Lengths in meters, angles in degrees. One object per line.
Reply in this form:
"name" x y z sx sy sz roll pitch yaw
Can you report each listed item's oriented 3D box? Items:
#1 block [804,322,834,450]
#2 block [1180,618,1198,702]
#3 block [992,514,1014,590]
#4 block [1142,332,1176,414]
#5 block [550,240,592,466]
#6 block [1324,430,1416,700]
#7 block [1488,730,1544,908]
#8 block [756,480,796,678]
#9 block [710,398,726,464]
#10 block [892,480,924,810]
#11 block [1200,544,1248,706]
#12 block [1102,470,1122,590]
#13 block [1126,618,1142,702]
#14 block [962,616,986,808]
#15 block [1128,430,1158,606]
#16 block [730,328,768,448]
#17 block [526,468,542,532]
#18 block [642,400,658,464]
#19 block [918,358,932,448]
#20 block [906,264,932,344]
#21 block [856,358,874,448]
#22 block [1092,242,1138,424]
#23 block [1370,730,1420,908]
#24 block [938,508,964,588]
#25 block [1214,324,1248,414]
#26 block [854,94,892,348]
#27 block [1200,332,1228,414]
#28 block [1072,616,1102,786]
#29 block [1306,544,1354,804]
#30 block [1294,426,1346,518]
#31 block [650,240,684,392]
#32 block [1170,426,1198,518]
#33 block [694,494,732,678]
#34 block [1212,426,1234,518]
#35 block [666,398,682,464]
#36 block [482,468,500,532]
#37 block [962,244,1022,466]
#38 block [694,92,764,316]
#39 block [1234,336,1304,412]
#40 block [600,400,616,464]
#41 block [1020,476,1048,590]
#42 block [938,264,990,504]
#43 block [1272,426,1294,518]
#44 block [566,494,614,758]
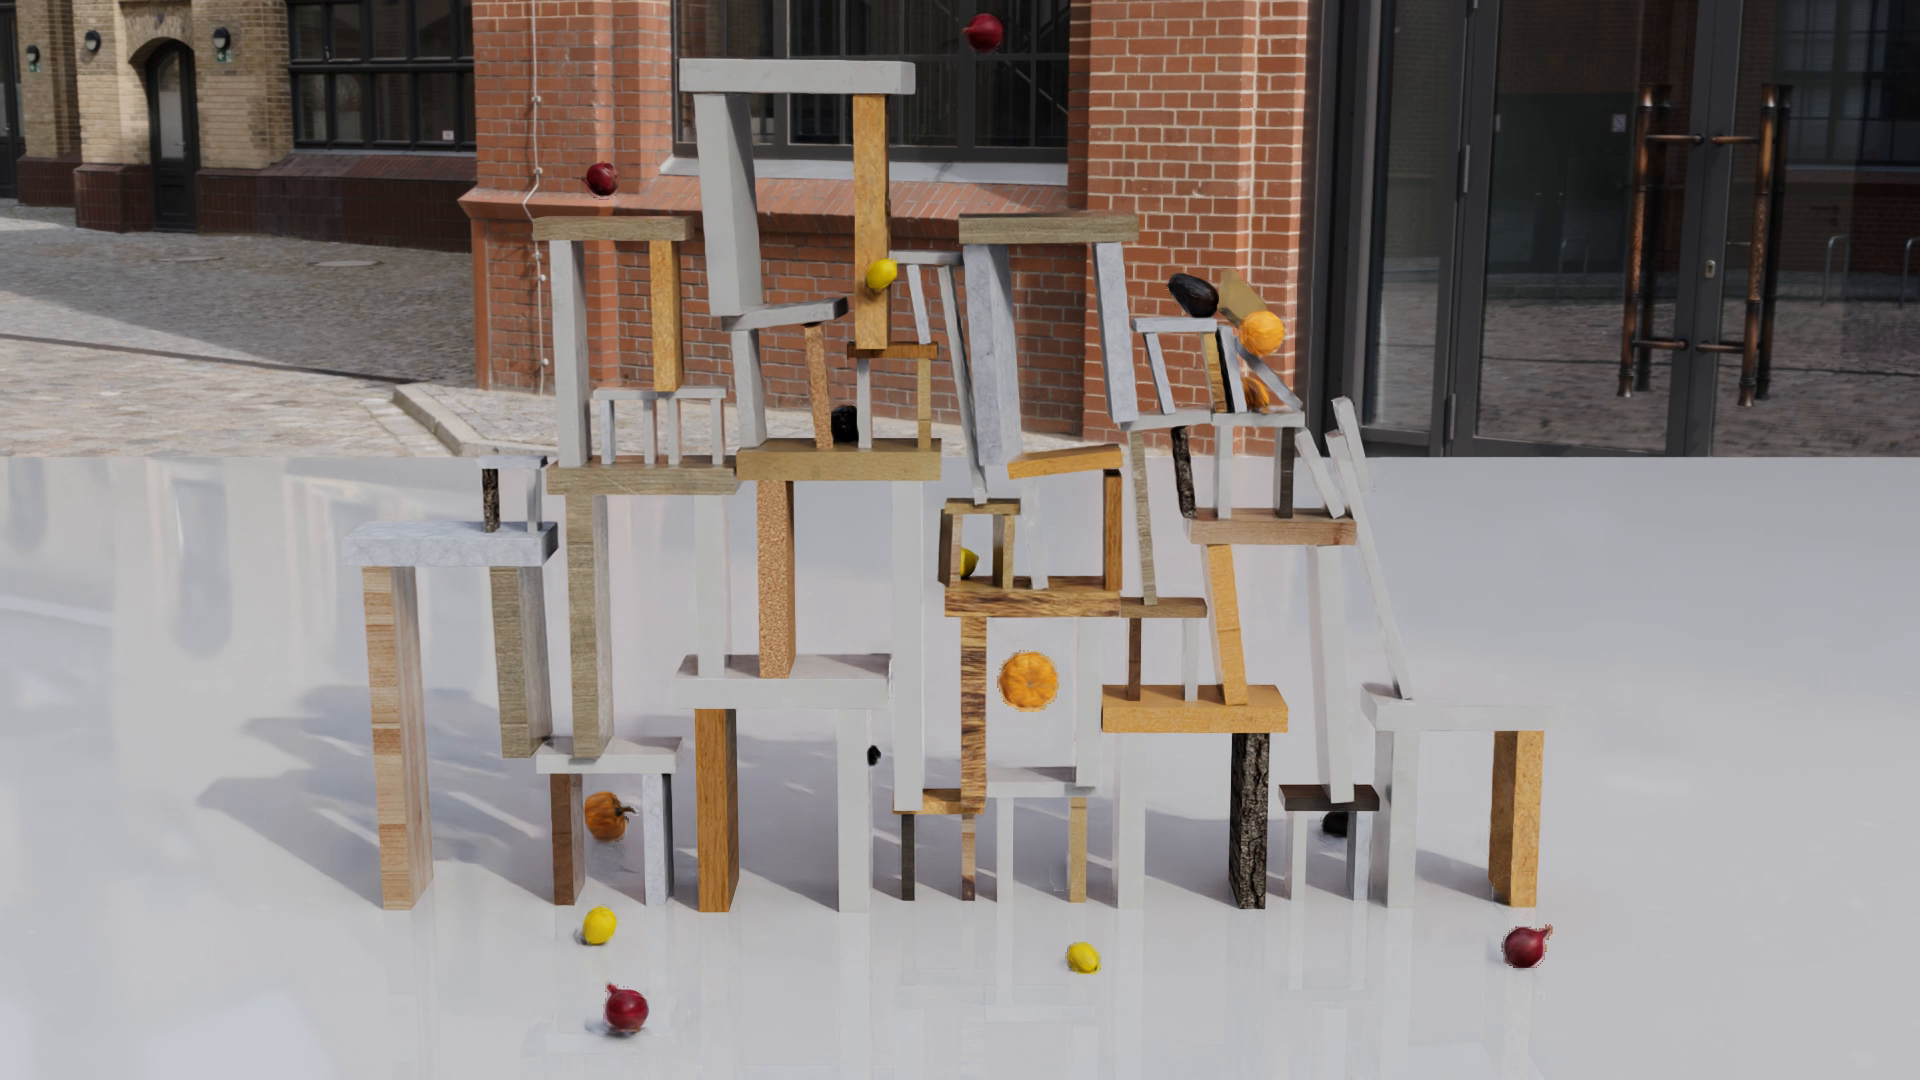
"block" -0.224 -0.245 3.472 0.026 0.185 0.092 -6 23 -4
"block" 0.376 0.187 3.594 0.020 0.139 0.069 0 10 0
"block" 0.070 0.015 3.554 0.017 0.120 0.060 -3 10 -16
"block" 0.317 -0.269 3.507 0.018 0.131 0.063 -14 10 2
"block" -0.619 -0.301 3.504 0.033 0.355 0.117 0 11 0
"block" 0.665 0.040 3.566 0.021 0.445 0.075 -17 10 3
"block" 0.921 0.441 3.646 0.043 0.301 0.150 0 11 0
"block" -0.297 0.049 3.565 0.045 0.320 0.160 0 11 0
"block" -0.387 -0.177 3.522 0.015 0.105 0.053 -1 11 0
"block" -0.084 0.157 3.584 0.045 0.540 0.160 0 11 0
"block" 0.430 0.125 3.585 0.037 0.262 0.131 -8 10 1
"block" 0.246 -0.017 3.555 0.026 0.183 0.091 -1 10 1
"block" 0.283 0.187 3.595 0.020 0.139 0.069 0 10 0
"block" 0.022 0.266 3.612 0.040 0.316 0.140 0 10 0
"block" 0.294 -0.041 3.557 0.020 0.285 0.072 -5 10 1
"block" -0.337 -0.246 3.515 0.026 0.184 0.092 -3 11 6
"block" -0.687 -0.067 3.548 0.015 0.104 0.052 0 11 0
"block" -0.496 -0.177 3.526 0.015 0.103 0.051 0 11 0
"block" -0.057 -0.223 3.514 0.020 0.142 0.071 0 11 0
"block" -0.065 -0.376 3.489 0.018 0.125 0.063 -9 11 2
"block" -0.152 -0.223 3.512 0.020 0.142 0.071 -1 11 1
"block" 0.246 -0.335 3.499 0.040 0.280 0.140 -6 10 1
"block" 0.721 0.441 3.646 0.043 0.301 0.150 0 11 0
"block" -0.016 0.013 3.564 0.017 0.120 0.060 -1 10 -20
"block" 0.428 -0.273 3.500 0.019 0.136 0.068 -13 10 -3
"block" -0.137 -0.504 3.460 0.048 0.388 0.170 0 11 0
"block" 0.403 -0.270 3.506 0.018 0.127 0.063 -10 11 1
"block" 0.209 0.249 3.608 0.040 0.280 0.140 0 10 0
"block" 0.604 0.206 3.600 0.037 0.425 0.131 -5 11 1
"block" 0.574 -0.111 3.540 0.021 0.149 0.075 -25 10 3
"block" -0.465 -0.360 3.491 0.033 0.235 0.117 -1 10 0
"block" 0.360 -0.113 3.543 0.020 0.144 0.072 -8 10 1
"block" -0.400 0.061 3.569 0.042 0.296 0.148 0 11 -1
"block" 0.423 -0.114 3.542 0.021 0.148 0.074 0 11 0
"block" -0.457 -0.177 3.523 0.015 0.105 0.053 -1 10 0
"block" -0.756 -0.067 3.548 0.015 0.104 0.052 0 11 0
"block" 0.053 -0.303 3.516 0.040 0.349 0.140 -2 11 15
"block" -0.365 -0.534 3.482 0.048 0.340 0.170 -1 12 8
"block" 0.488 -0.266 3.510 0.136 0.019 0.068 51 12 27
"block" -0.565 -0.177 3.526 0.015 0.103 0.051 0 10 0
"block" 0.119 -0.019 3.557 0.026 0.183 0.091 -6 10 1
"block" 0.006 -0.249 3.514 0.018 0.381 0.063 -8 9 6
"block" 0.522 -0.114 3.542 0.021 0.148 0.074 0 11 0
"block" -0.602 0.127 3.581 0.042 0.430 0.148 0 11 0
